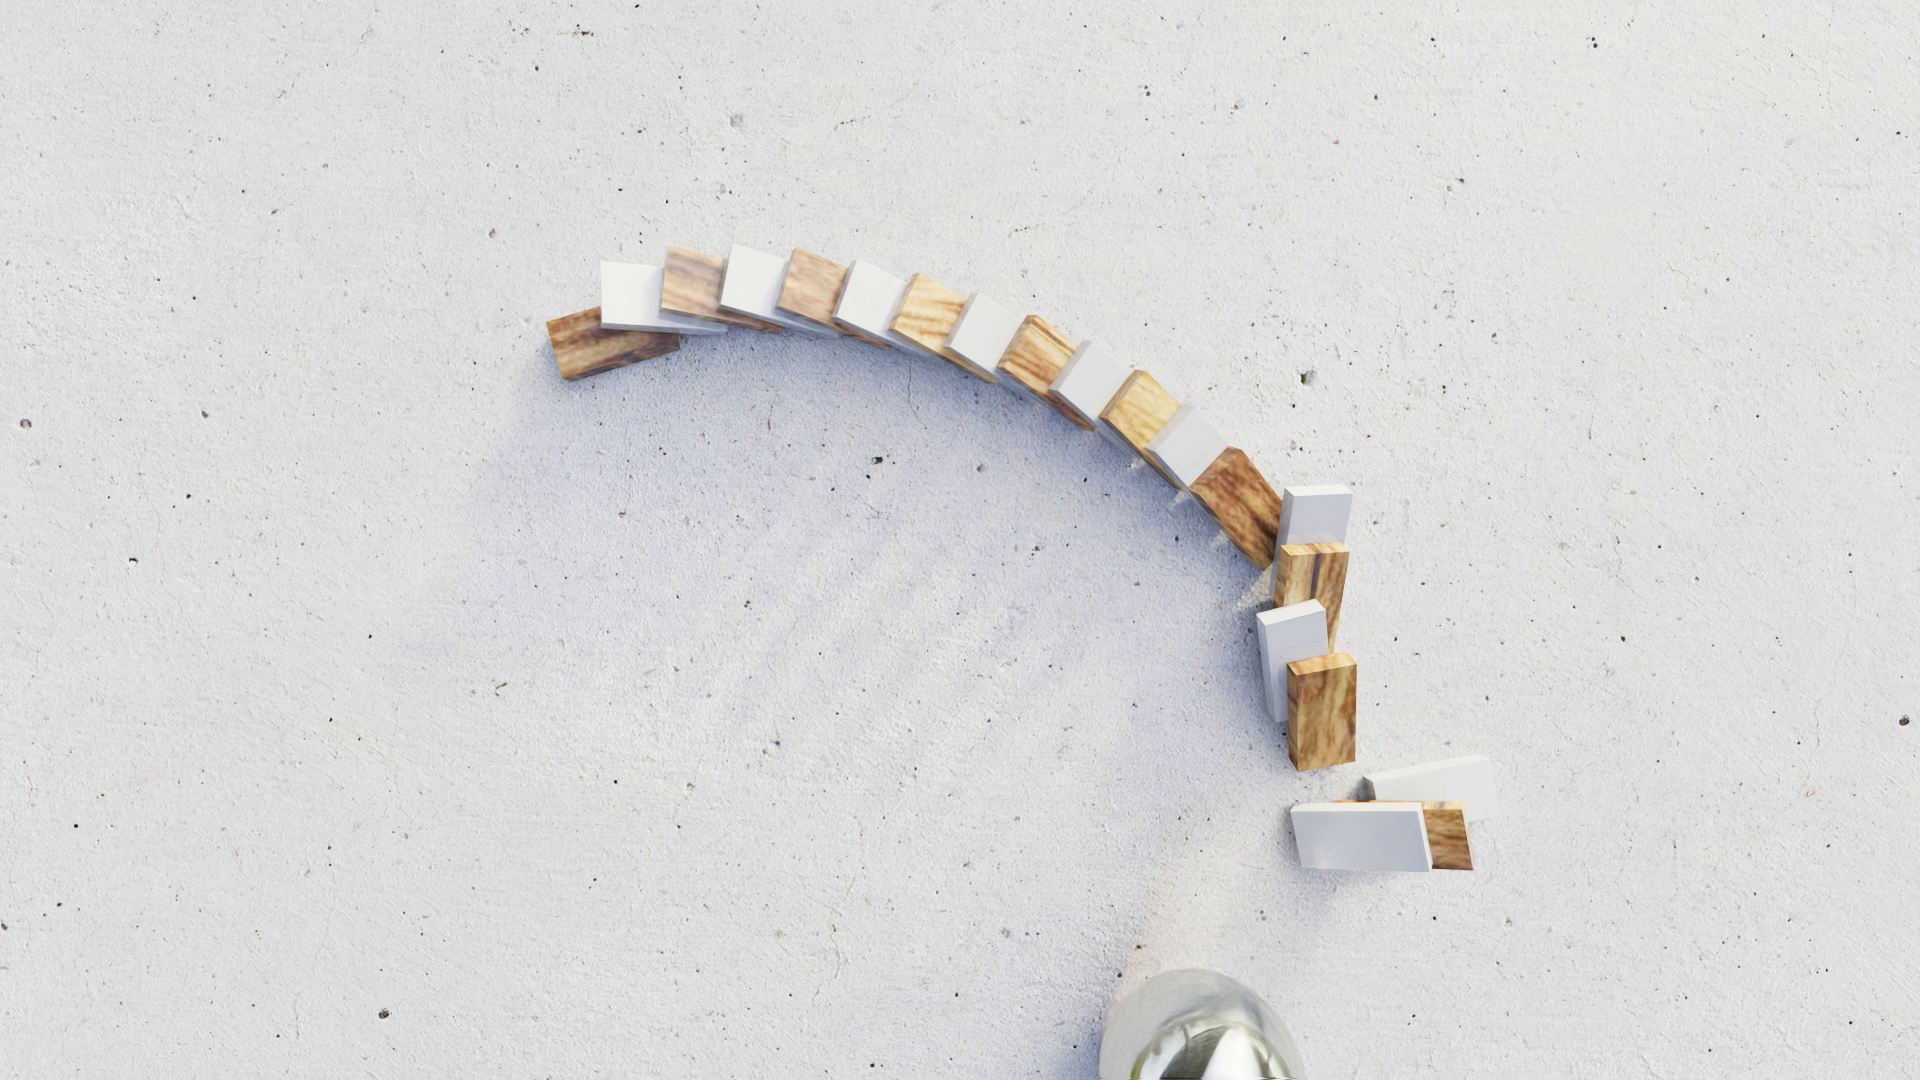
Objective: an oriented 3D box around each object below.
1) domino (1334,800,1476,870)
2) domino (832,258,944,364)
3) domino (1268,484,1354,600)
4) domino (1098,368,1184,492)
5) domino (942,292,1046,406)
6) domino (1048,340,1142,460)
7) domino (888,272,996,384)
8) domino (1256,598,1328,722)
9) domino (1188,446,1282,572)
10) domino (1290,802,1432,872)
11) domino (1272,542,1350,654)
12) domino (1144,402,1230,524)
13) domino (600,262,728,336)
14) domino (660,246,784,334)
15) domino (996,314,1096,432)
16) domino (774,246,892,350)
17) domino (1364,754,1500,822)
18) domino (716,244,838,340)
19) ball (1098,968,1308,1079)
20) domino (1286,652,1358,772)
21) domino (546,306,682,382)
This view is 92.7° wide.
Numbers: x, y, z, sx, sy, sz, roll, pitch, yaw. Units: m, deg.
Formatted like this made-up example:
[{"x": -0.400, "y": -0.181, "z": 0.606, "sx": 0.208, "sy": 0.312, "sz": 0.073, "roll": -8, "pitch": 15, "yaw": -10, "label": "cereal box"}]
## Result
[{"x": 0.184, "y": 0.123, "z": 0.382, "sx": 0.050, "sy": 0.009, "sz": 0.025, "roll": -10, "pitch": 90, "yaw": 34, "label": "domino"}, {"x": -0.026, "y": -0.095, "z": 0.386, "sx": 0.050, "sy": 0.010, "sz": 0.025, "roll": 20, "pitch": 90, "yaw": -24, "label": "domino"}, {"x": 0.147, "y": 0.002, "z": 0.384, "sx": 0.025, "sy": 0.009, "sz": 0.050, "roll": -3, "pitch": 115, "yaw": -5, "label": "domino"}, {"x": 0.084, "y": -0.046, "z": 0.386, "sx": 0.050, "sy": 0.009, "sz": 0.025, "roll": 38, "pitch": 90, "yaw": -24, "label": "domino"}, {"x": 0.020, "y": -0.080, "z": 0.386, "sx": 0.050, "sy": 0.010, "sz": 0.025, "roll": 28, "pitch": 90, "yaw": -24, "label": "domino"}, {"x": 0.064, "y": -0.059, "z": 0.386, "sx": 0.050, "sy": 0.010, "sz": 0.025, "roll": 35, "pitch": 90, "yaw": -24, "label": "domino"}, {"x": -0.002, "y": -0.088, "z": 0.386, "sx": 0.050, "sy": 0.010, "sz": 0.025, "roll": 24, "pitch": 90, "yaw": -24, "label": "domino"}, {"x": 0.141, "y": 0.051, "z": 0.385, "sx": 0.025, "sy": 0.010, "sz": 0.050, "roll": -15, "pitch": 115, "yaw": 1, "label": "domino"}, {"x": 0.121, "y": -0.013, "z": 0.386, "sx": 0.025, "sy": 0.009, "sz": 0.050, "roll": -45, "pitch": 113, "yaw": 0, "label": "domino"}, {"x": 0.167, "y": 0.124, "z": 0.382, "sx": 0.050, "sy": 0.010, "sz": 0.025, "roll": -11, "pitch": 90, "yaw": 34, "label": "domino"}, {"x": 0.146, "y": 0.026, "z": 0.384, "sx": 0.025, "sy": 0.010, "sz": 0.050, "roll": -4, "pitch": 115, "yaw": -4, "label": "domino"}, {"x": 0.103, "y": -0.031, "z": 0.385, "sx": 0.050, "sy": 0.010, "sz": 0.025, "roll": 42, "pitch": 90, "yaw": -24, "label": "domino"}, {"x": -0.124, "y": -0.101, "z": 0.385, "sx": 0.050, "sy": 0.010, "sz": 0.025, "roll": -2, "pitch": 89, "yaw": -24, "label": "domino"}, {"x": -0.099, "y": -0.104, "z": 0.386, "sx": 0.050, "sy": 0.009, "sz": 0.025, "roll": 6, "pitch": 90, "yaw": -24, "label": "domino"}, {"x": 0.042, "y": -0.070, "z": 0.386, "sx": 0.050, "sy": 0.009, "sz": 0.025, "roll": 31, "pitch": 90, "yaw": -24, "label": "domino"}, {"x": -0.050, "y": -0.101, "z": 0.386, "sx": 0.050, "sy": 0.010, "sz": 0.025, "roll": 17, "pitch": 90, "yaw": -24, "label": "domino"}, {"x": 0.203, "y": 0.110, "z": 0.395, "sx": 0.050, "sy": 0.010, "sz": 0.025, "roll": -11, "pitch": 90, "yaw": 0, "label": "domino"}, {"x": -0.074, "y": -0.104, "z": 0.386, "sx": 0.050, "sy": 0.009, "sz": 0.025, "roll": 11, "pitch": 90, "yaw": -24, "label": "domino"}, {"x": 0.095, "y": 0.212, "z": 0.360, "sx": 0.080, "sy": 0.080, "sz": 0.080, "roll": 0, "pitch": 90, "yaw": 0, "label": "ball"}, {"x": 0.152, "y": 0.073, "z": 0.385, "sx": 0.025, "sy": 0.009, "sz": 0.050, "roll": -11, "pitch": 115, "yaw": 0, "label": "domino"}, {"x": -0.149, "y": -0.088, "z": 0.395, "sx": 0.050, "sy": 0.010, "sz": 0.025, "roll": -17, "pitch": 90, "yaw": 0, "label": "domino"}]
